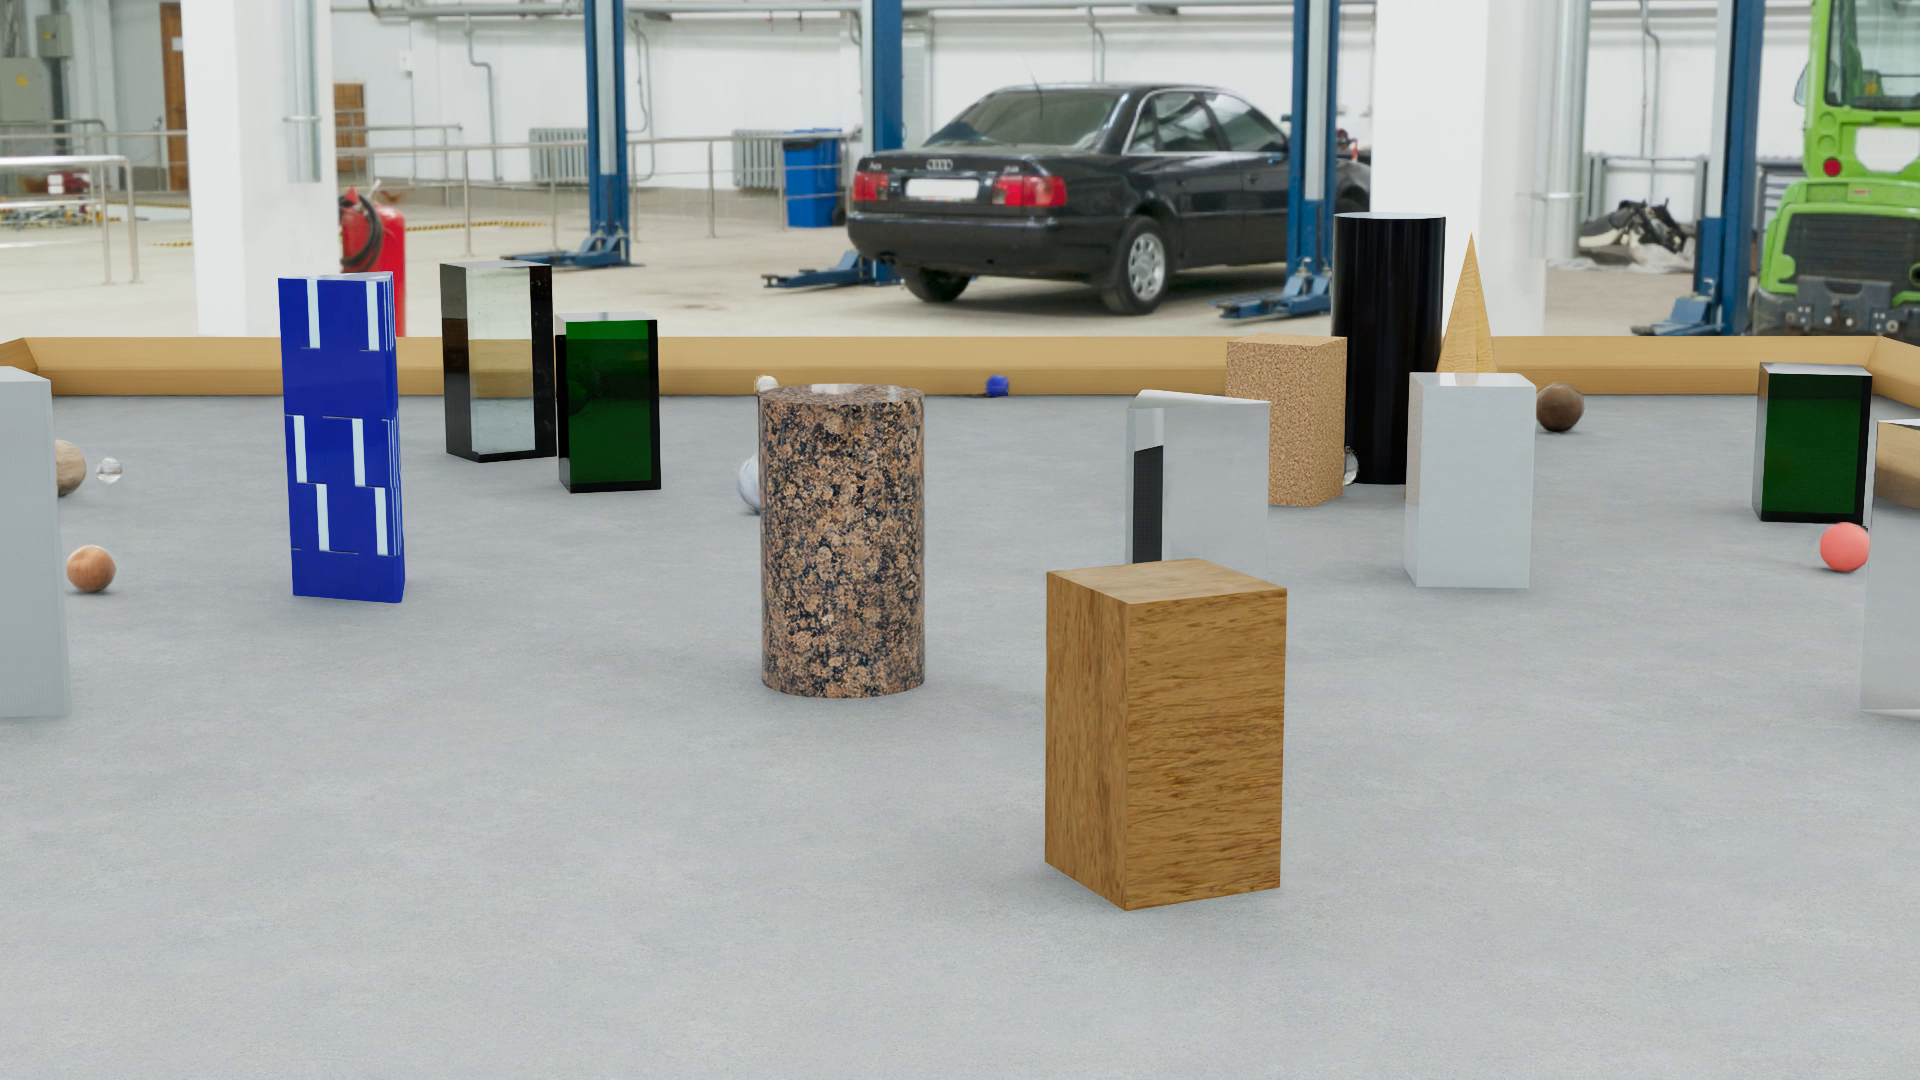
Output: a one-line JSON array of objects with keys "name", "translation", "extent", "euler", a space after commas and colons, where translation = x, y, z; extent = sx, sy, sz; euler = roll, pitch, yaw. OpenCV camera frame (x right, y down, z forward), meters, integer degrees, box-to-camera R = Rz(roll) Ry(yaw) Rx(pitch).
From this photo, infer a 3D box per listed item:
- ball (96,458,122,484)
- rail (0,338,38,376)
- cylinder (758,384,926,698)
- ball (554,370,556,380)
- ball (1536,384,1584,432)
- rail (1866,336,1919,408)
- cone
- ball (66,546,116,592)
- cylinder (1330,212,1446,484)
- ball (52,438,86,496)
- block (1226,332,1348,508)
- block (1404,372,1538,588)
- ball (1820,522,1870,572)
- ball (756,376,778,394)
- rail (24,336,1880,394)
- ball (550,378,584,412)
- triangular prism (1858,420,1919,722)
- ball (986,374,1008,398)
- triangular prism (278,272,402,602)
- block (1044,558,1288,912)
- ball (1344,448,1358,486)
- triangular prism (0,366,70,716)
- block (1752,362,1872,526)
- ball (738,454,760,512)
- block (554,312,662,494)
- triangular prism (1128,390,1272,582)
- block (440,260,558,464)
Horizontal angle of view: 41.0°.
[{"name": "ball", "translation": [-1.498, -0.122, 4.517], "extent": [0.044, 0.044, 0.044], "euler": [0, 11, 0]}, {"name": "rail", "translation": [-2.048, 0.035, 3.437], "extent": [0.045, 0.127, 4.640], "euler": [0, 11, 0]}, {"name": "cylinder", "translation": [-0.139, -0.003, 3.050], "extent": [0.196, 0.345, 0.196], "euler": [0, 11, 0]}, {"name": "ball", "translation": [-0.844, -0.356, 5.637], "extent": [0.097, 0.097, 0.097], "euler": [0, 11, 0]}, {"name": "ball", "translation": [1.202, -0.266, 5.151], "extent": [0.097, 0.097, 0.097], "euler": [0, 11, 0]}, {"name": "rail", "translation": [2.048, 0.031, 3.461], "extent": [0.045, 0.127, 4.640], "euler": [0, 11, 0]}, {"name": "cone", "translation": [0.853, -0.293, 4.319], "extent": [0.196, 0.454, 0.196], "euler": [0, 11, 0]}, {"name": "ball", "translation": [-1.213, 0.040, 3.583], "extent": [0.065, 0.065, 0.065], "euler": [0, 11, 0]}, {"name": "cylinder", "translation": [0.756, -0.343, 4.558], "extent": [0.196, 0.464, 0.196], "euler": [0, 11, 0]}, {"name": "ball", "translation": [-1.542, -0.123, 4.377], "extent": [0.098, 0.098, 0.098], "euler": [0, 11, 0]}, {"name": "block", "translation": [0.552, -0.206, 4.352], "extent": [0.157, 0.270, 0.157], "euler": [5, 12, 27]}, {"name": "block", "translation": [0.727, -0.088, 3.670], "extent": [0.157, 0.286, 0.157], "euler": [1, 11, 3]}, {"name": "ball", "translation": [1.287, 0.010, 3.727], "extent": [0.072, 0.072, 0.072], "euler": [0, 11, 0]}, {"name": "ball", "translation": [-0.427, -0.340, 5.683], "extent": [0.049, 0.049, 0.049], "euler": [0, 11, 0]}, {"name": "rail", "translation": [-0.013, -0.386, 5.707], "extent": [4.143, 0.127, 0.045], "euler": [0, 11, 0]}, {"name": "ball", "translation": [-0.834, -0.308, 5.440], "extent": [0.073, 0.073, 0.073], "euler": [0, 11, 0]}, {"name": "triangular prism", "translation": [1.139, 0.032, 2.895], "extent": [0.147, 0.333, 0.170], "euler": [-10, 15, -44]}, {"name": "ball", "translation": [0.082, -0.342, 5.687], "extent": [0.050, 0.050, 0.050], "euler": [0, 11, 0]}, {"name": "triangular prism", "translation": [-0.825, -0.148, 3.571], "extent": [0.170, 0.440, 0.147], "euler": [4, 11, 19]}, {"name": "block", "translation": [0.183, 0.170, 2.312], "extent": [0.157, 0.274, 0.157], "euler": [-5, 12, -24]}, {"name": "ball", "translation": [0.659, -0.128, 4.476], "extent": [0.071, 0.071, 0.071], "euler": [0, 11, 0]}, {"name": "triangular prism", "translation": [-1.101, -0.001, 2.942], "extent": [0.170, 0.381, 0.147], "euler": [-1, 11, -4]}, {"name": "block", "translation": [1.385, -0.159, 4.179], "extent": [0.157, 0.241, 0.157], "euler": [2, 11, 11]}, {"name": "ball", "translation": [-0.317, -0.094, 4.220], "extent": [0.098, 0.098, 0.098], "euler": [0, 11, 0]}, {"name": "block", "translation": [-0.616, -0.243, 4.479], "extent": [0.157, 0.296, 0.157], "euler": [-3, 11, -16]}, {"name": "triangular prism", "translation": [0.238, 0.018, 2.897], "extent": [0.170, 0.360, 0.147], "euler": [-4, 11, -20]}, {"name": "block", "translation": [-0.867, -0.338, 4.819], "extent": [0.157, 0.359, 0.157], "euler": [-7, 13, -33]}]
